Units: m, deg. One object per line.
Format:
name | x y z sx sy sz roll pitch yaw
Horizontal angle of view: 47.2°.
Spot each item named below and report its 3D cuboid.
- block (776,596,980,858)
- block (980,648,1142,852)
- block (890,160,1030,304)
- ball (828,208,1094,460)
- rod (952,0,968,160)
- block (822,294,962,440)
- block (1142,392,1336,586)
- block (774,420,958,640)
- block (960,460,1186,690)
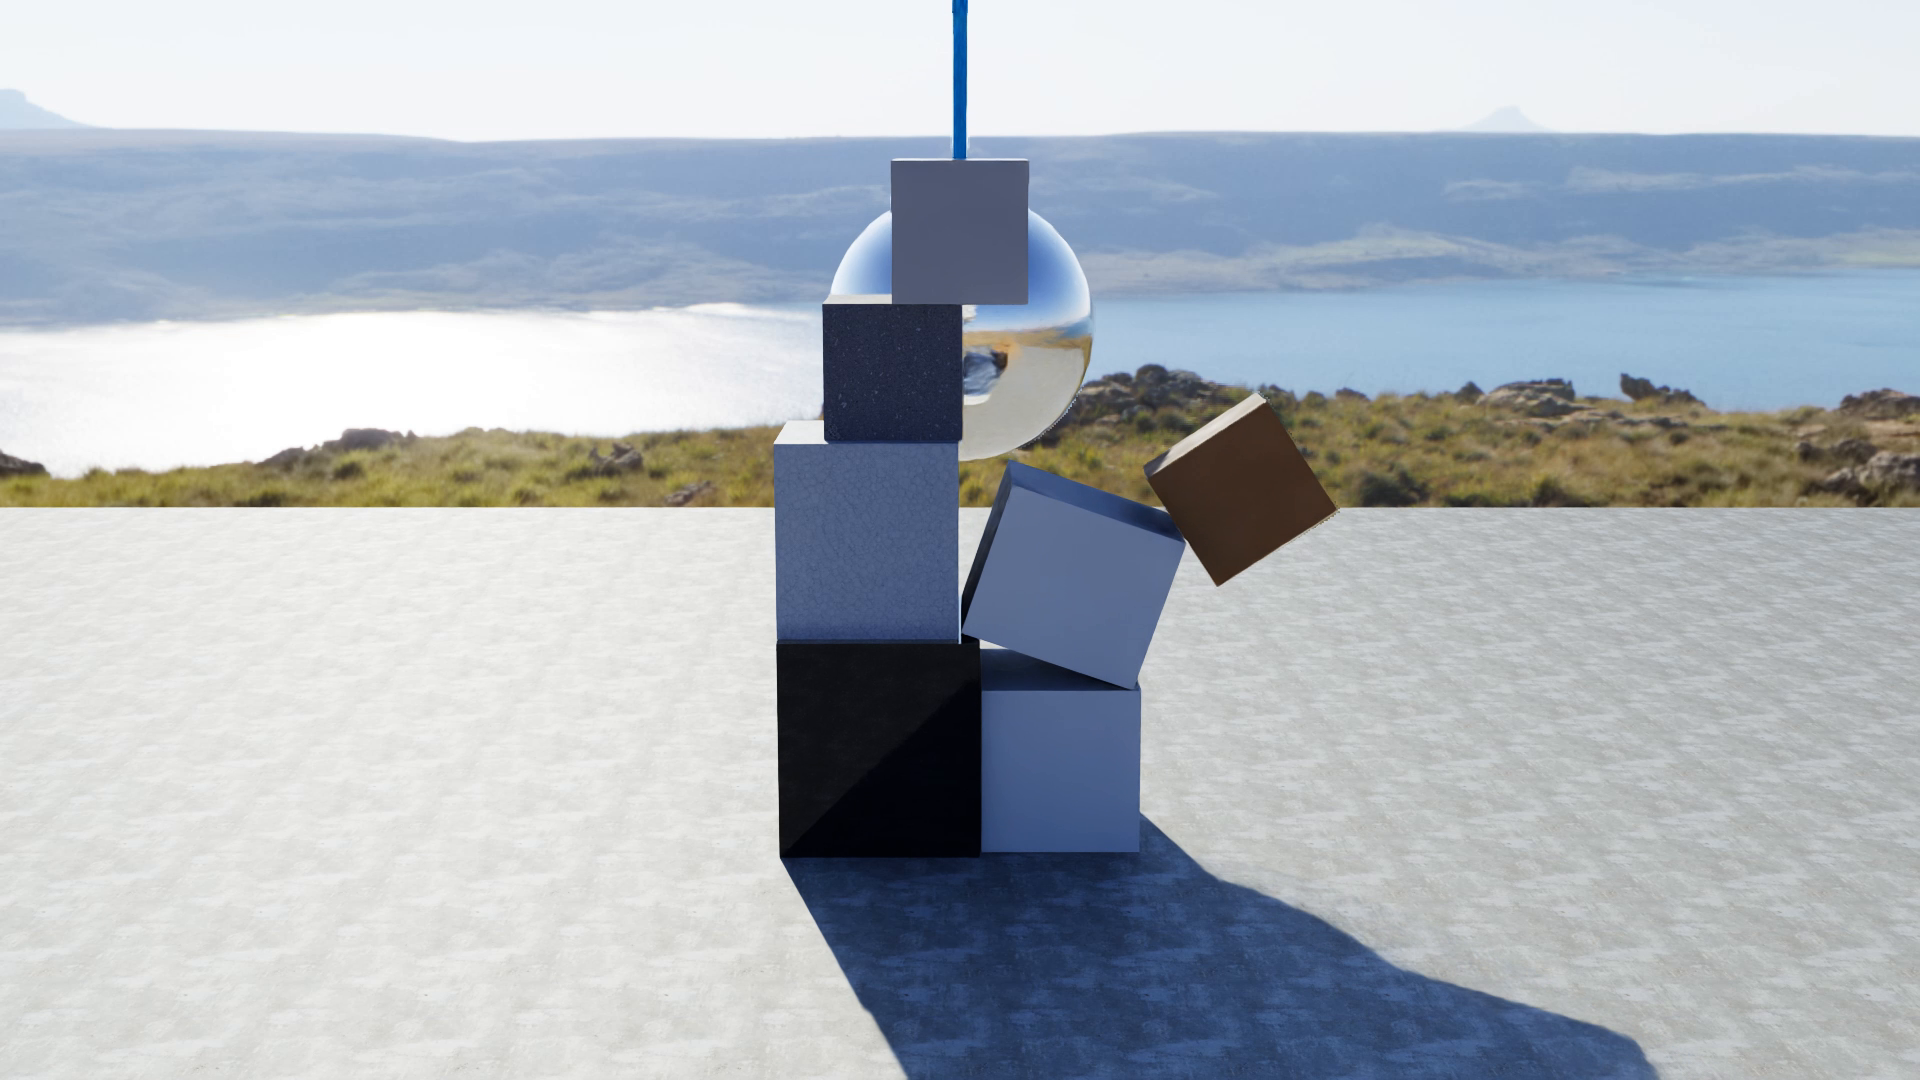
block | -0.399 0.938 11.368 0.994 1.087 1.138 0 10 0
block | 0.501 1.070 11.363 0.789 0.829 0.908 0 10 0
block | 0.000 -1.537 10.891 0.659 0.683 0.742 0 10 0
ball | 0.000 -1.270 13.058 1.600 1.600 1.600 0 10 0
rod | 0.000 -4.198 11.331 0.080 5.200 0.080 0 31 0
block | -0.327 -0.875 11.020 0.676 0.667 0.688 0 10 0
block | 1.402 -0.265 11.137 0.700 0.644 0.635 -33 5 6
block | -0.454 -0.069 11.157 0.895 0.969 0.894 0 10 0
block | 0.555 0.158 11.197 0.897 0.777 0.888 19 10 -3
